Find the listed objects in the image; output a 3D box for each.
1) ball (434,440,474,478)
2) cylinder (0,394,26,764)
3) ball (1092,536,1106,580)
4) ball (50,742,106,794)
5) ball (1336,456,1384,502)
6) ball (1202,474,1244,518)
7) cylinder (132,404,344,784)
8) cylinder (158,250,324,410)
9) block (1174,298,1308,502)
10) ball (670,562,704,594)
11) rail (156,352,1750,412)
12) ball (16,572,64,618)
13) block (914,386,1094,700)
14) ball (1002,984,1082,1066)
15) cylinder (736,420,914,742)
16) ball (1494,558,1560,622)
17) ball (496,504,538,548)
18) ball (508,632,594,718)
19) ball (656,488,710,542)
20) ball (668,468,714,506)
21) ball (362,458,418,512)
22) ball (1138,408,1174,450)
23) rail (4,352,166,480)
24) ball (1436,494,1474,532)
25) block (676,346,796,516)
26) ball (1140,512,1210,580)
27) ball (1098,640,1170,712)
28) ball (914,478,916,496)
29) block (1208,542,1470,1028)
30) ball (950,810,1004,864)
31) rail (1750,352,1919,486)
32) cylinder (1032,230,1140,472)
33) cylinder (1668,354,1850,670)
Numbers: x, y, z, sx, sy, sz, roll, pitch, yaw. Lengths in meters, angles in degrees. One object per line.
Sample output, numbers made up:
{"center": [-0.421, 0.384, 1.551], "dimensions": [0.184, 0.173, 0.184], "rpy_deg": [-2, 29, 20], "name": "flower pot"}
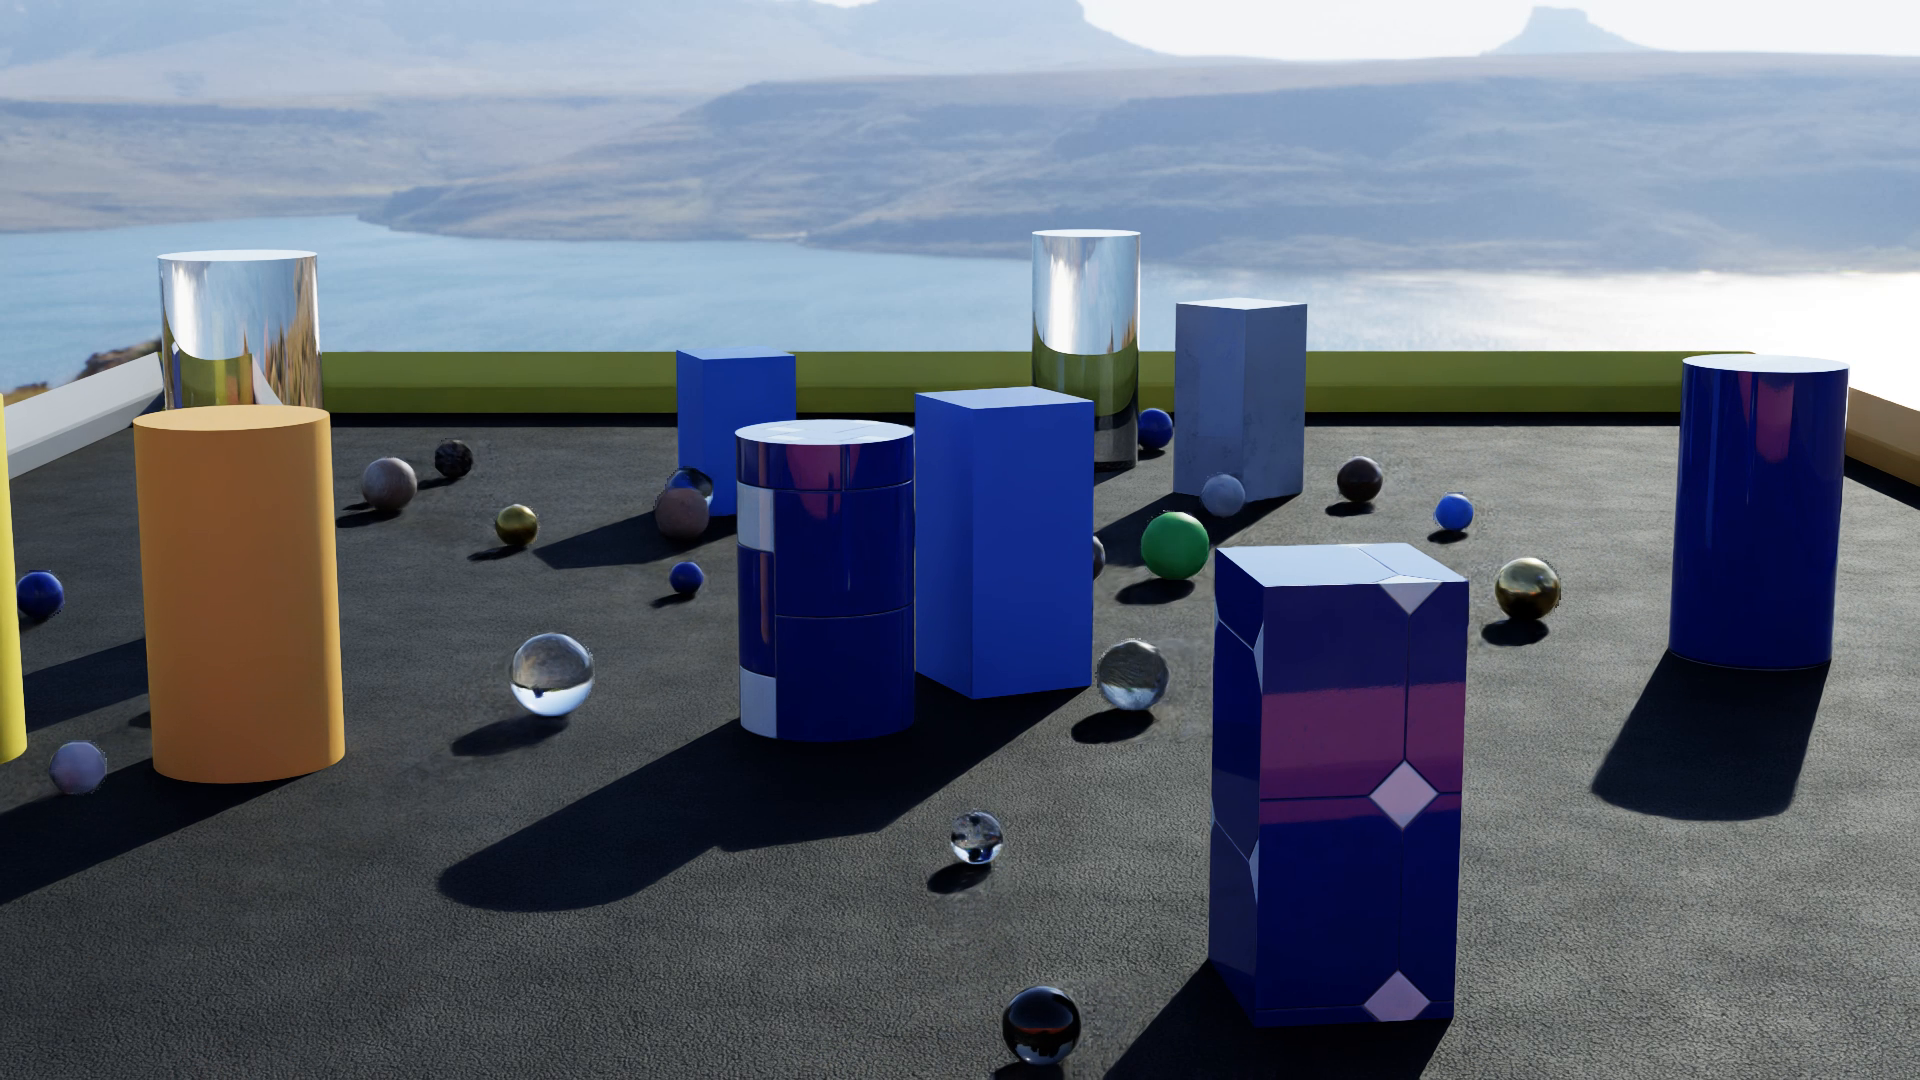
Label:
{"center": [-0.903, -0.144, 4.575], "dimensions": [0.068, 0.068, 0.068], "rpy_deg": [0, 10, 0], "name": "ball"}
{"center": [-1.102, 0.042, 2.709], "dimensions": [0.197, 0.383, 0.197], "rpy_deg": [0, 10, 0], "name": "cylinder"}
{"center": [0.168, 0.025, 3.639], "dimensions": [0.077, 0.077, 0.077], "rpy_deg": [0, 10, 0], "name": "ball"}
{"center": [-0.892, 0.230, 2.592], "dimensions": [0.054, 0.054, 0.054], "rpy_deg": [0, 10, 0], "name": "ball"}
{"center": [0.673, -0.101, 4.318], "dimensions": [0.078, 0.078, 0.078], "rpy_deg": [0, 10, 0], "name": "ball"}
{"center": [0.429, -0.072, 4.179], "dimensions": [0.070, 0.070, 0.070], "rpy_deg": [0, 10, 0], "name": "ball"}
{"center": [-0.756, 0.052, 2.698], "dimensions": [0.197, 0.366, 0.197], "rpy_deg": [0, 10, 0], "name": "cylinder"}
{"center": [-0.921, -0.124, 3.317], "dimensions": [0.197, 0.487, 0.197], "rpy_deg": [0, 10, 0], "name": "cylinder"}
{"center": [0.479, -0.243, 4.398], "dimensions": [0.158, 0.326, 0.158], "rpy_deg": [-9, 14, -41], "name": "block"}
{"center": [-0.381, 0.053, 3.569], "dimensions": [0.047, 0.047, 0.047], "rpy_deg": [0, 10, 0], "name": "ball"}
{"center": [-0.012, -0.331, 5.415], "dimensions": [3.373, 0.128, 0.045], "rpy_deg": [0, 10, 0], "name": "rail"}
{"center": [-1.227, 0.073, 3.419], "dimensions": [0.062, 0.062, 0.062], "rpy_deg": [0, 10, 0], "name": "ball"}
{"center": [0.051, -0.001, 3.055], "dimensions": [0.158, 0.340, 0.158], "rpy_deg": [-5, 12, -25], "name": "block"}
{"center": [0.060, 0.358, 1.891], "dimensions": [0.059, 0.059, 0.059], "rpy_deg": [0, 10, 0], "name": "ball"}
{"center": [-0.149, 0.042, 2.860], "dimensions": [0.197, 0.328, 0.197], "rpy_deg": [0, 10, 0], "name": "cylinder"}
{"center": [0.751, 0.065, 3.400], "dimensions": [0.084, 0.084, 0.084], "rpy_deg": [0, 10, 0], "name": "ball"}
{"center": [-0.677, -0.021, 3.922], "dimensions": [0.065, 0.065, 0.065], "rpy_deg": [0, 10, 0], "name": "ball"}
{"center": [-0.461, 0.153, 2.899], "dimensions": [0.095, 0.095, 0.095], "rpy_deg": [0, 10, 0], "name": "ball"}
{"center": [-0.429, -0.040, 3.967], "dimensions": [0.084, 0.084, 0.084], "rpy_deg": [0, 10, 0], "name": "ball"}
{"center": [-0.435, -0.078, 4.140], "dimensions": [0.075, 0.075, 0.075], "rpy_deg": [0, 10, 0], "name": "ball"}
{"center": [-0.941, -0.092, 4.231], "dimensions": [0.090, 0.090, 0.090], "rpy_deg": [0, 10, 0], "name": "ball"}
{"center": [0.370, -0.212, 4.911], "dimensions": [0.079, 0.079, 0.079], "rpy_deg": [0, 10, 0], "name": "ball"}
{"center": [-1.663, 0.035, 3.439], "dimensions": [0.045, 0.128, 4.047], "rpy_deg": [0, 10, 0], "name": "rail"}
{"center": [0.781, -0.043, 4.054], "dimensions": [0.059, 0.059, 0.059], "rpy_deg": [0, 10, 0], "name": "ball"}
{"center": [-0.372, -0.183, 4.266], "dimensions": [0.158, 0.258, 0.158], "rpy_deg": [-4, 11, -21], "name": "block"}
{"center": [0.307, 0.009, 3.665], "dimensions": [0.099, 0.099, 0.099], "rpy_deg": [0, 10, 0], "name": "ball"}
{"center": [0.198, 0.155, 2.925], "dimensions": [0.081, 0.081, 0.081], "rpy_deg": [0, 10, 0], "name": "ball"}
{"center": [-0.057, -0.090, 4.337], "dimensions": [0.049, 0.049, 0.049], "rpy_deg": [0, 10, 0], "name": "ball"}
{"center": [0.294, 0.188, 2.022], "dimensions": [0.158, 0.345, 0.158], "rpy_deg": [-1, 11, -7], "name": "block"}
{"center": [0.016, 0.275, 2.367], "dimensions": [0.049, 0.049, 0.049], "rpy_deg": [0, 10, 0], "name": "ball"}
{"center": [1.663, 0.031, 3.458], "dimensions": [0.045, 0.128, 4.047], "rpy_deg": [0, 10, 0], "name": "rail"}
{"center": [0.229, -0.349, 4.699], "dimensions": [0.197, 0.425, 0.197], "rpy_deg": [0, 10, 0], "name": "cylinder"}
{"center": [0.991, -0.038, 3.188], "dimensions": [0.197, 0.365, 0.197], "rpy_deg": [0, 10, 0], "name": "cylinder"}
